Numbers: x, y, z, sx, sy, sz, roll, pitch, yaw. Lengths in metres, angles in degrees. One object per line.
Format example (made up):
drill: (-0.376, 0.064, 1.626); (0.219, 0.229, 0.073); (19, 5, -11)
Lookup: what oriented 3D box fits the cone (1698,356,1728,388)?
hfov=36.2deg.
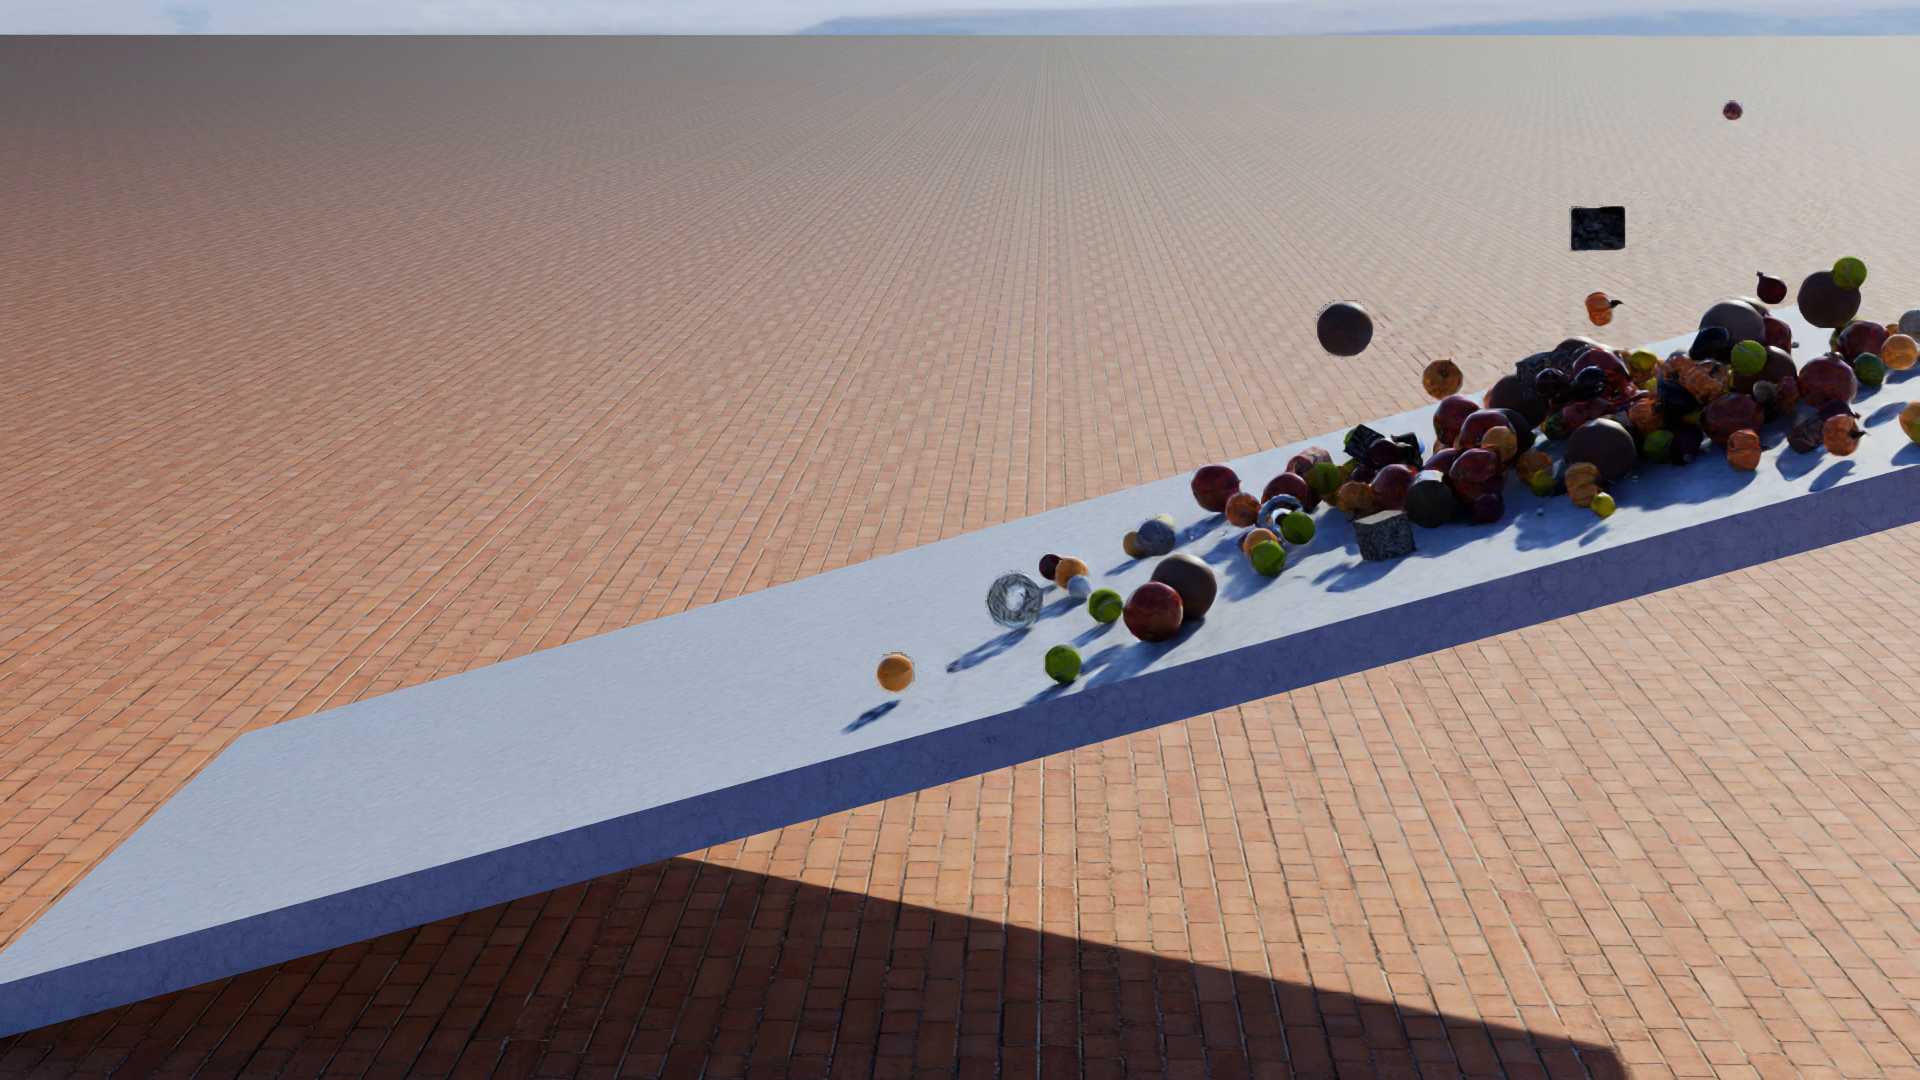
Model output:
cone: (1.603, -0.349, 6.214); (0.067, 0.067, 0.067); (-1, 11, -6)

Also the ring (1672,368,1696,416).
ring: (1.481, -0.302, 6.021); (0.034, 0.101, 0.101); (-7, 7, 26)

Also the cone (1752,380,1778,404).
cone: (1.557, -0.278, 5.719); (0.052, 0.052, 0.052); (7, 30, 33)

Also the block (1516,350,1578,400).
block: (1.236, -0.347, 6.197); (0.082, 0.082, 0.082); (-21, 13, -35)

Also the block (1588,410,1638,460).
block: (1.296, -0.199, 5.835); (0.076, 0.076, 0.076); (-13, 24, 8)

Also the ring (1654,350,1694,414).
ring: (1.520, -0.337, 6.258); (0.049, 0.146, 0.146); (20, 11, 1)

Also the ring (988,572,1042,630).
ring: (0.112, 0.125, 5.997); (0.116, 0.116, 0.039); (3, 0, 16)

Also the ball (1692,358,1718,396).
ball: (1.595, -0.349, 6.332); (0.085, 0.085, 0.085); (0, 10, 0)

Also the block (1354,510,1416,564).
block: (0.821, -0.008, 5.688); (0.079, 0.079, 0.079); (-19, 10, -17)

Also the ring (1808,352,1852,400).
ring: (1.758, -0.331, 5.940); (0.034, 0.102, 0.102); (26, 0, -23)

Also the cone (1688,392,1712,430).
cone: (1.551, -0.260, 6.050); (0.078, 0.078, 0.078); (9, 6, -23)

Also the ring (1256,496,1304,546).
ring: (0.654, -0.040, 6.011); (0.111, 0.111, 0.037); (-6, 27, -29)

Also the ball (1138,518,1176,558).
ball: (0.387, -0.005, 5.787); (0.076, 0.076, 0.076); (0, 10, 0)

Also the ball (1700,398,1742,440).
ball: (1.514, -0.240, 5.850); (0.083, 0.083, 0.083); (0, 10, 0)

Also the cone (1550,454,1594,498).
cone: (1.185, -0.111, 5.768); (0.083, 0.083, 0.083); (34, 23, -17)

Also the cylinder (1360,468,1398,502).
cylinder: (0.890, -0.118, 6.260); (0.059, 0.059, 0.059); (8, 22, 36)

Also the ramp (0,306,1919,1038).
ramp: (0.087, 0.188, 6.323); (4.000, 0.100, 2.000); (-15, 10, 5)

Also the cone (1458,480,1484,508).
cone: (1.043, -0.090, 5.939); (0.054, 0.054, 0.054); (9, 0, 40)

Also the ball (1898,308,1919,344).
ball: (1.990, -0.445, 6.111); (0.076, 0.076, 0.076); (0, 10, 0)

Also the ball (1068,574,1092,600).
ball: (0.249, 0.098, 6.118); (0.051, 0.051, 0.051); (0, 10, 0)

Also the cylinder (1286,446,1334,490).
cylinder: (0.788, -0.163, 6.631); (0.077, 0.077, 0.077); (9, 28, 39)

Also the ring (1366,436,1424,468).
ring: (0.973, -0.197, 6.612); (0.145, 0.048, 0.145); (-15, 10, 3)

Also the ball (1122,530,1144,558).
ball: (0.382, 0.008, 6.380); (0.060, 0.060, 0.060); (0, 10, 0)

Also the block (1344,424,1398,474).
block: (0.869, -0.193, 6.223); (0.068, 0.068, 0.068); (29, 2, -43)

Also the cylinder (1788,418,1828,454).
cylinder: (1.587, -0.195, 5.506); (0.056, 0.056, 0.056); (-2, -11, -9)

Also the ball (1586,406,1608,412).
ball: (1.365, -0.260, 6.290); (0.057, 0.057, 0.057); (0, 10, 0)

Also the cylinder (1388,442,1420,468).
cylinder: (0.963, -0.183, 6.390); (0.054, 0.054, 0.054); (-5, 2, -27)

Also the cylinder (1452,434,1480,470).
cylinder: (1.057, -0.185, 6.149); (0.052, 0.052, 0.052); (3, 50, 14)

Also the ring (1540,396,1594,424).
ring: (1.348, -0.288, 6.528); (0.122, 0.041, 0.122); (-15, 11, 3)

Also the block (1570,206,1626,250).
block: (1.410, -0.688, 6.505); (0.092, 0.092, 0.092); (-2, 4, -7)
